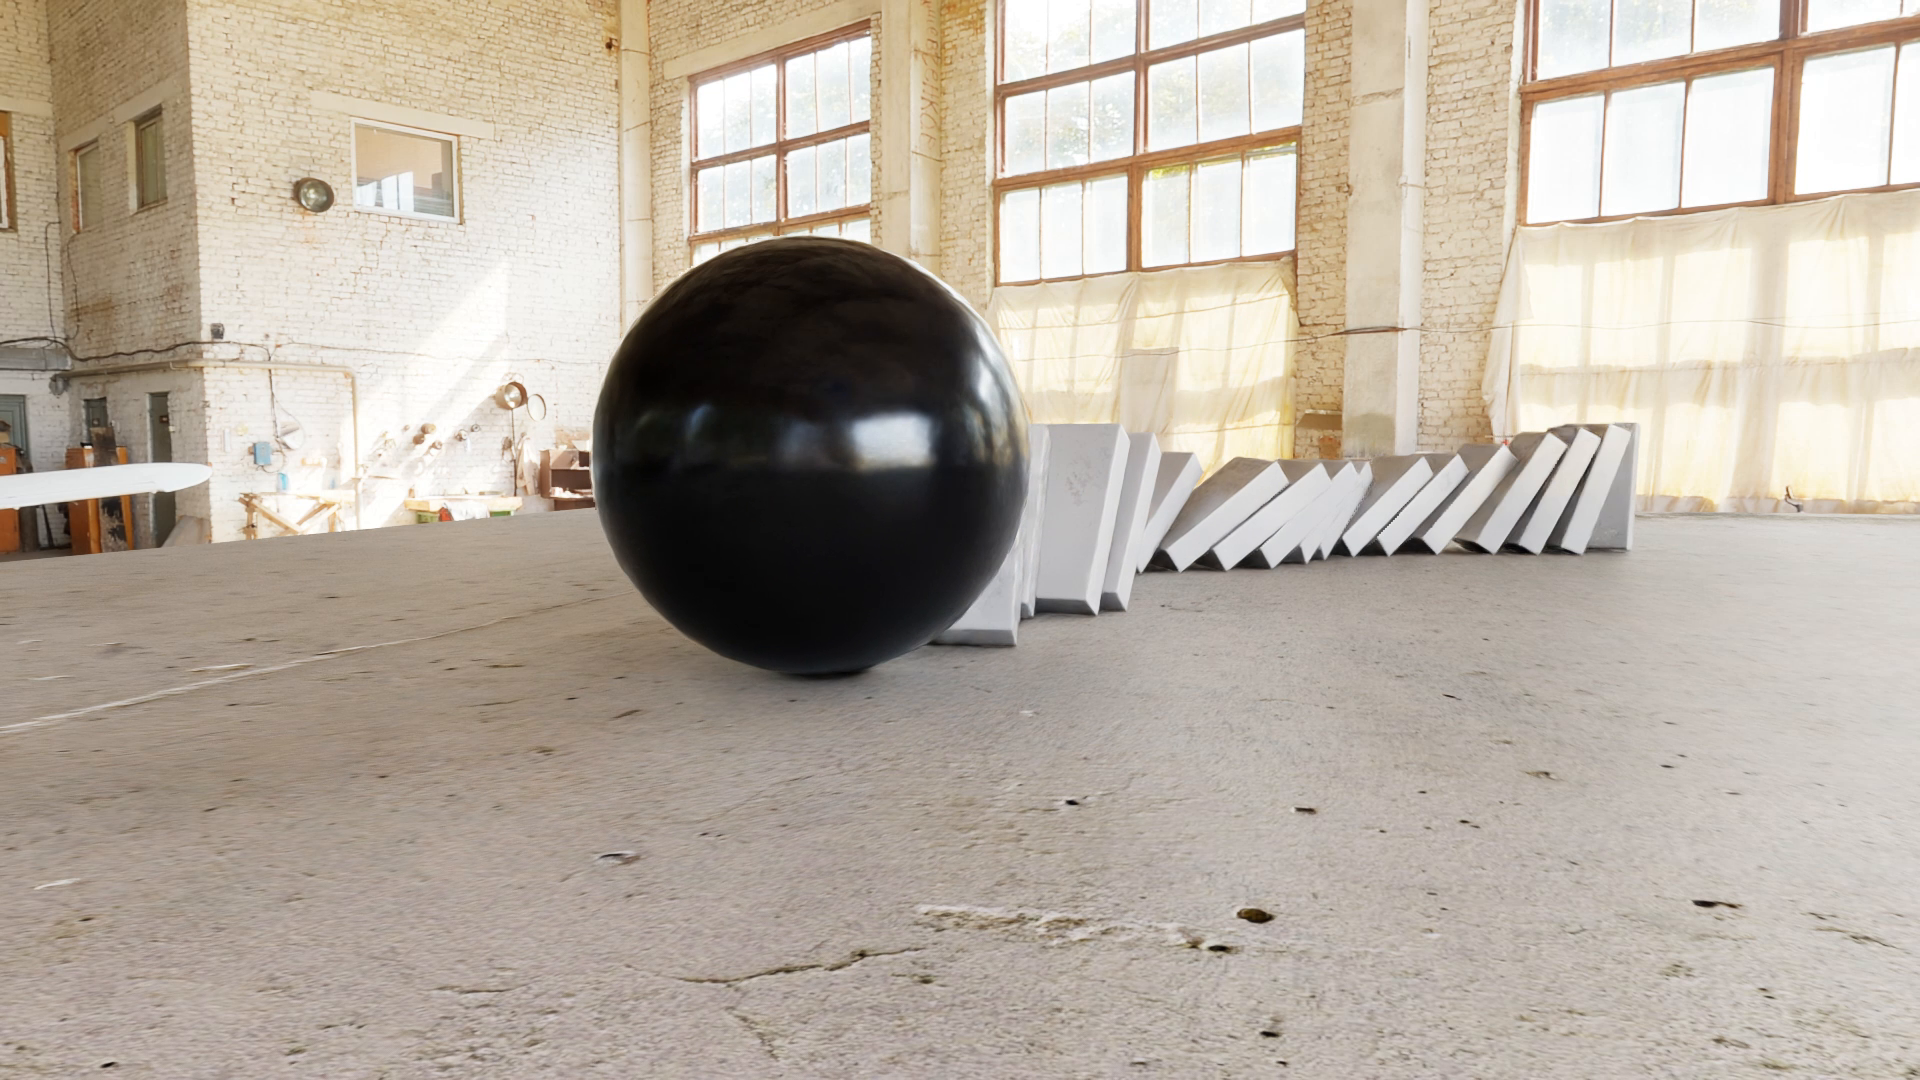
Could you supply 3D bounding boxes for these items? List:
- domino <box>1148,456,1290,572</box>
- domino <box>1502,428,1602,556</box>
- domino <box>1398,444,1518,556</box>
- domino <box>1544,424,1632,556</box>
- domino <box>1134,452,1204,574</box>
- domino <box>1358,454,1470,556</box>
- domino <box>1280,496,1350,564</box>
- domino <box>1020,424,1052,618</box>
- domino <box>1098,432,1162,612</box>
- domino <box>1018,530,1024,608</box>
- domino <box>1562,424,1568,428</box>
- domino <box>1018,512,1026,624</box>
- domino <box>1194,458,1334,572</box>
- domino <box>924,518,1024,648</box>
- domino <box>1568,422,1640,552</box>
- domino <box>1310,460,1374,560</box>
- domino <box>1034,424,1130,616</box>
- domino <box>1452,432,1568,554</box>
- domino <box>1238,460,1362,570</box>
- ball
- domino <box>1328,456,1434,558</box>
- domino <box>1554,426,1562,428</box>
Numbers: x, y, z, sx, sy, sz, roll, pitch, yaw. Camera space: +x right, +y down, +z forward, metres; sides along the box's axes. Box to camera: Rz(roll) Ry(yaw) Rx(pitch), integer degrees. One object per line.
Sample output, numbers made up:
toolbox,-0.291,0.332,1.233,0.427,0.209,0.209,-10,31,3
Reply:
domino,0.085,-0.010,0.439,0.050,0.010,0.025,-38,18,-12
domino,0.228,-0.019,0.501,0.009,0.050,0.025,27,3,-4
domino,0.193,-0.016,0.505,0.009,0.050,0.025,45,-7,-13
domino,0.242,-0.020,0.501,0.009,0.050,0.025,20,3,-4
domino,0.061,-0.010,0.439,0.025,0.010,0.050,4,46,42
domino,0.172,-0.014,0.501,0.050,0.009,0.025,-42,19,-15
domino,0.125,-0.011,0.473,0.025,0.010,0.050,4,39,41
domino,0.008,-0.005,0.322,0.025,0.050,0.010,1,-27,13
domino,0.036,-0.006,0.340,0.025,0.050,0.010,2,-33,25
domino,0.002,-0.004,0.300,0.025,0.050,0.010,1,-27,8
domino,0.261,-0.022,0.528,0.025,0.050,0.009,1,-1,19
domino,0.003,-0.005,0.311,0.025,0.050,0.010,1,-27,8
domino,0.101,-0.009,0.443,0.050,0.010,0.025,-37,18,-13
domino,0.001,-0.002,0.278,0.025,0.050,0.009,1,-27,8
domino,0.256,-0.021,0.514,0.025,0.050,0.010,3,-5,37
domino,0.135,-0.012,0.488,0.025,0.009,0.050,4,40,41
domino,0.026,-0.006,0.329,0.025,0.050,0.010,2,-26,25
domino,0.214,-0.019,0.502,0.009,0.050,0.025,33,2,-5
domino,0.115,-0.010,0.453,0.050,0.009,0.025,-40,22,-21
ball,-0.027,-0.015,0.237,0.080,0.080,0.080,0,4,0
domino,0.156,-0.014,0.495,0.050,0.010,0.025,-41,19,-18
domino,0.265,-0.023,0.544,0.025,0.050,0.009,1,4,13
